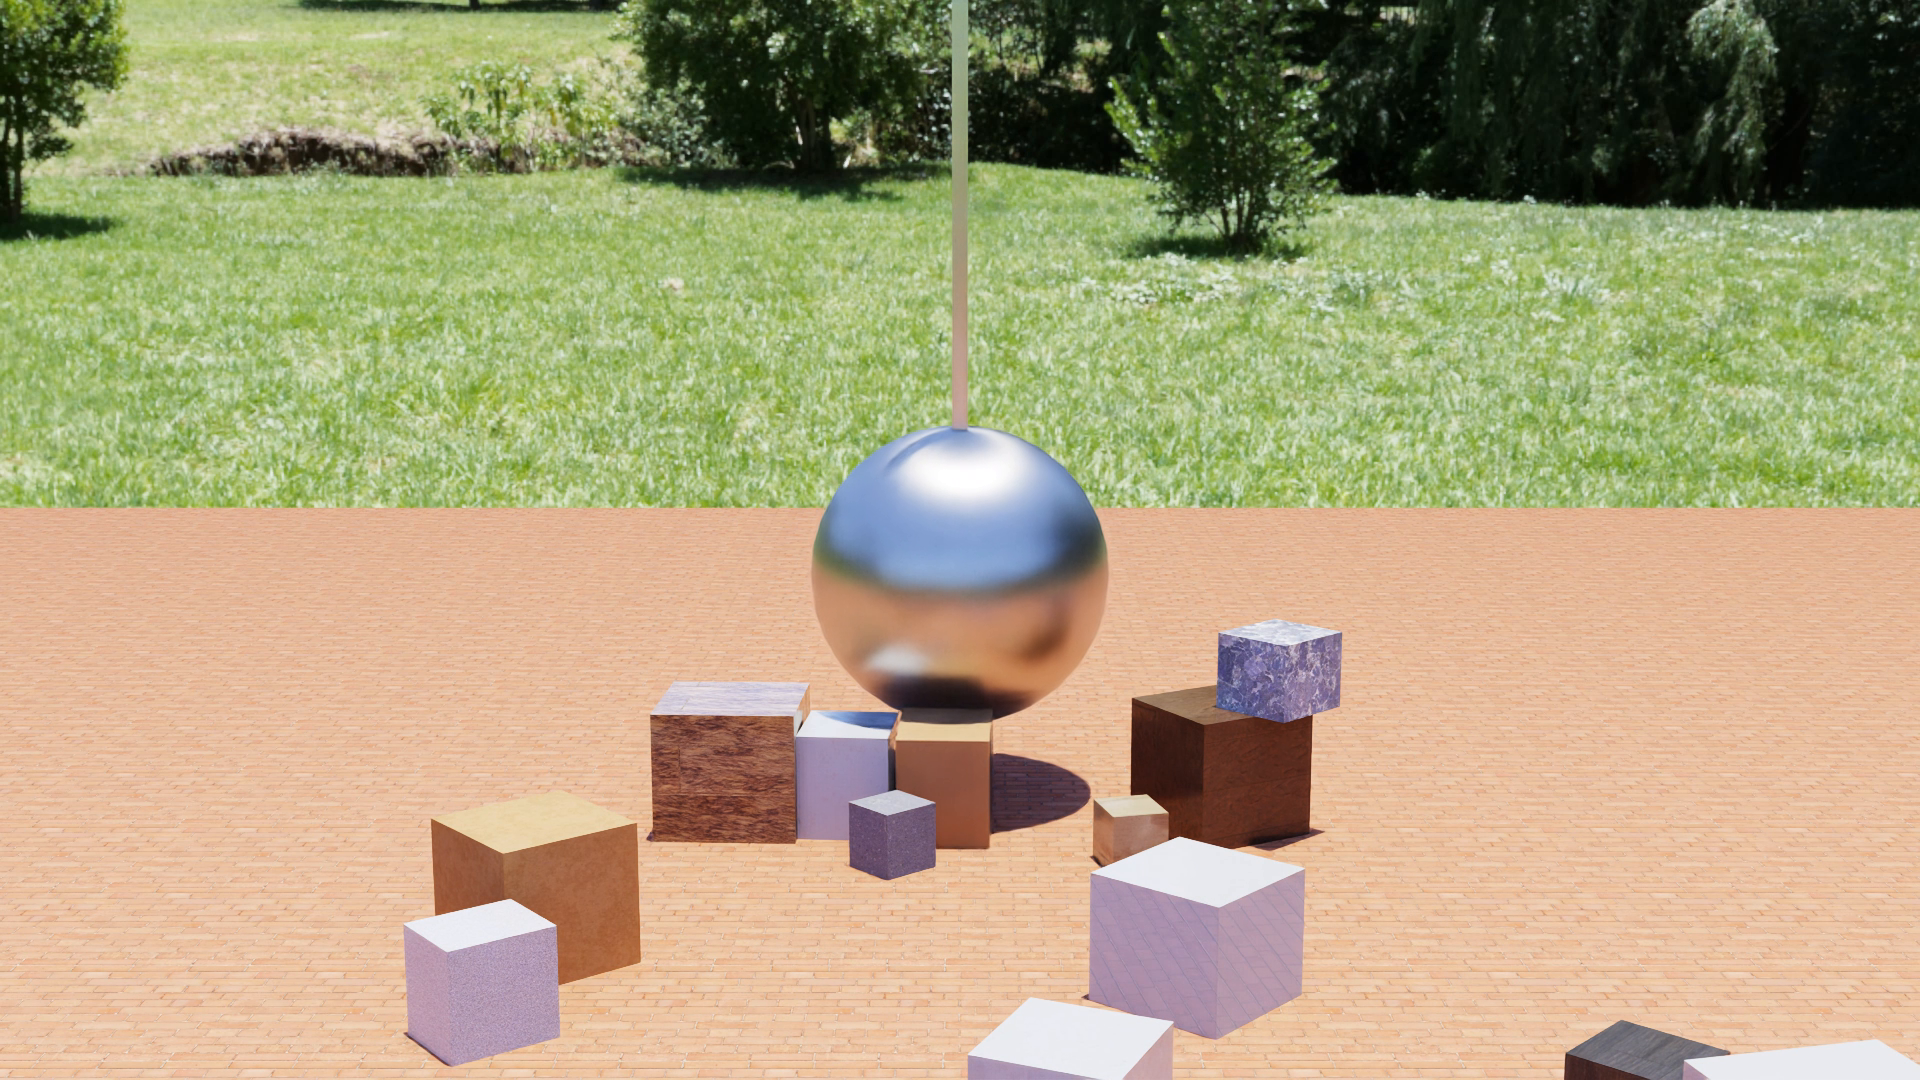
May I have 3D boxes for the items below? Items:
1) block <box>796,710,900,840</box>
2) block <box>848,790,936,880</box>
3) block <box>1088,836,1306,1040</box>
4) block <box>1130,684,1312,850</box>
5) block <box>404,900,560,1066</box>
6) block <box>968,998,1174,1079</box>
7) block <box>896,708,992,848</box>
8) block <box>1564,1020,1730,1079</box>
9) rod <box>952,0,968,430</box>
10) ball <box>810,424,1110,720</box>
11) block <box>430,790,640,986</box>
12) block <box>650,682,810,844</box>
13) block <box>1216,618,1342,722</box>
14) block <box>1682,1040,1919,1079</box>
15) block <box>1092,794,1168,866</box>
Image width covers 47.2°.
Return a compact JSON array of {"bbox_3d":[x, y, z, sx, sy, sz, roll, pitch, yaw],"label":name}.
[{"bbox_3d":[-0.573,1.215,11.375,0.466,0.540,0.515,1,10,5],"label":"block"},{"bbox_3d":[-0.330,1.439,10.742,0.307,0.326,0.292,-9,14,-41],"label":"block"},{"bbox_3d":[0.978,1.627,9.079,0.635,0.550,0.625,9,14,40],"label":"block"},{"bbox_3d":[1.339,1.161,11.310,0.683,0.670,0.626,-6,12,-30],"label":"block"},{"bbox_3d":[-1.889,1.741,8.690,0.464,0.465,0.394,-8,13,-37],"label":"block"},{"bbox_3d":[0.380,1.936,7.473,0.533,0.517,0.543,5,11,24],"label":"block"},{"bbox_3d":[-0.074,1.206,11.199,0.465,0.576,0.472,1,16,3],"label":"block"},{"bbox_3d":[2.402,1.969,7.708,0.412,0.368,0.410,10,14,43],"label":"block"},{"bbox_3d":[0.000,-3.093,10.857,0.080,5.200,0.080,0,15,0],"label":"rod"},{"bbox_3d":[0.000,0.184,11.764,1.600,1.600,1.600,0,10,0],"label":"ball"},{"bbox_3d":[-1.829,1.512,9.488,0.642,0.630,0.632,-9,13,-40],"label":"block"},{"bbox_3d":[-1.176,1.144,11.406,0.724,0.667,0.686,1,10,3],"label":"block"},{"bbox_3d":[1.615,0.656,11.123,0.461,0.389,0.427,-10,14,-43],"label":"block"},{"bbox_3d":[2.728,2.008,6.786,0.701,0.621,0.721,-2,11,-13],"label":"block"},{"bbox_3d":[0.834,1.446,10.775,0.279,0.299,0.315,-3,11,-14],"label":"block"}]
